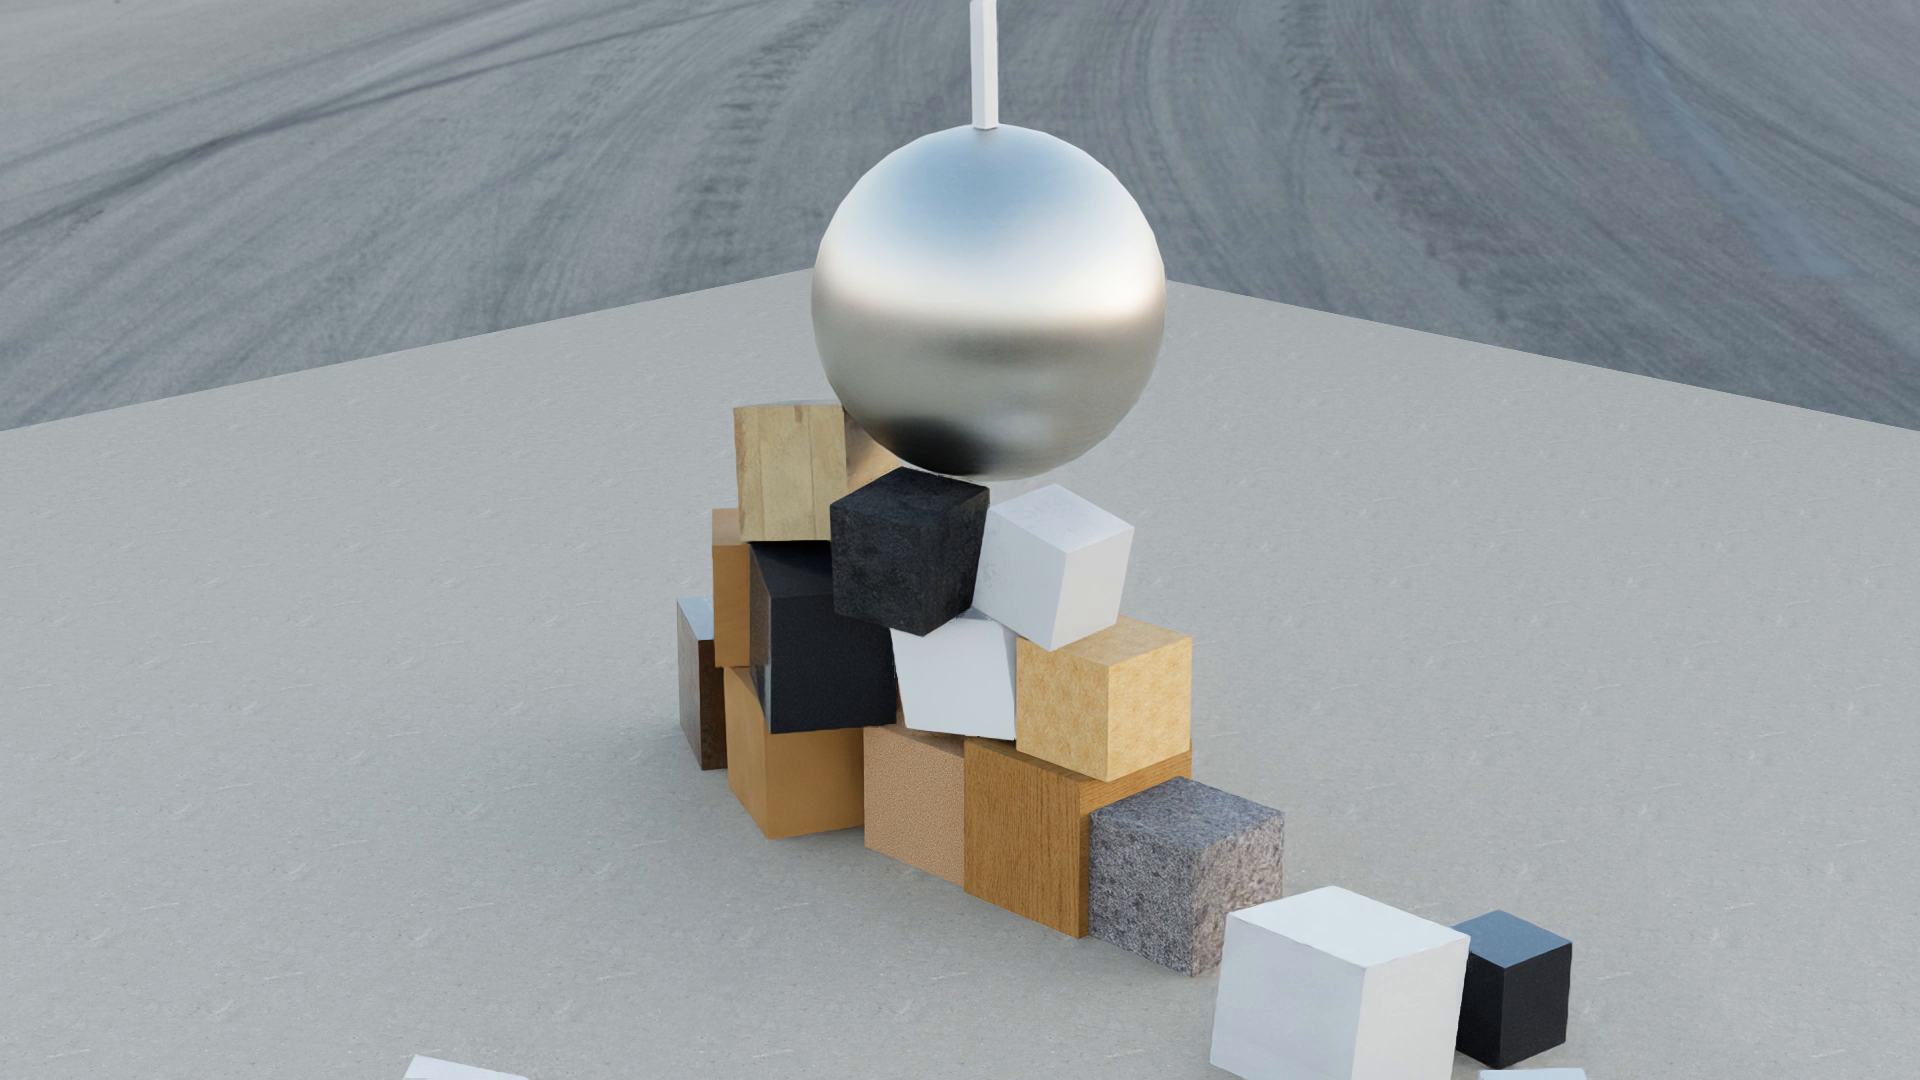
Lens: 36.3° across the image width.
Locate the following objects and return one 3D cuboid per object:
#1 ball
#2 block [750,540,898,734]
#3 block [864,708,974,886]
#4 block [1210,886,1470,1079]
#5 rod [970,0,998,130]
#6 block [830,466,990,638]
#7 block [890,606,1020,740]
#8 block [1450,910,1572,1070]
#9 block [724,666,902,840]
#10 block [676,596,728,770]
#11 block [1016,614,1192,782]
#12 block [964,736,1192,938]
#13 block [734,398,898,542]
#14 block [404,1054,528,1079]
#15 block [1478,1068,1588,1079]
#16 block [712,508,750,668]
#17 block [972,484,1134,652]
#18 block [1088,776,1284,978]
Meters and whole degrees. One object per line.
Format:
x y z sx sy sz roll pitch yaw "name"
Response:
0.129 -1.058 13.144 1.600 1.600 1.600 0 17 0 "ball"
-0.635 0.426 13.580 0.588 0.698 0.605 -4 26 -12 "block"
0.019 1.144 13.658 0.633 0.627 0.687 -17 24 -42 "block"
1.482 1.796 11.458 0.670 0.619 0.676 -7 17 -45 "block"
0.056 -4.279 12.056 0.080 5.200 0.080 17 26 42 "rod"
-0.213 0.045 12.959 0.484 0.517 0.529 14 28 32 "block"
0.116 0.507 13.261 0.606 0.569 0.560 4 23 33 "block"
2.175 1.811 11.838 0.397 0.447 0.395 -13 22 -36 "block"
-0.698 0.955 14.165 0.704 0.671 0.712 -7 19 -18 "block"
-1.032 0.700 14.966 0.713 0.691 0.678 -4 18 -14 "block"
0.630 0.674 12.869 0.541 0.530 0.541 17 24 42 "block"
0.527 1.240 13.174 0.735 0.734 0.705 -17 24 -42 "block"
-0.663 -0.337 13.756 0.550 0.619 0.641 -1 5 21 "block"
-1.689 2.100 10.000 0.436 0.448 0.445 7 52 19 "block"
2.109 2.201 10.681 0.384 0.397 0.402 -1 17 -2 "block"
-0.913 0.223 14.313 0.580 0.619 0.567 -1 19 -5 "block"
0.403 0.116 12.764 0.467 0.488 0.439 30 35 34 "block"
0.982 1.453 12.751 0.590 0.581 0.600 -17 24 -42 "block"
